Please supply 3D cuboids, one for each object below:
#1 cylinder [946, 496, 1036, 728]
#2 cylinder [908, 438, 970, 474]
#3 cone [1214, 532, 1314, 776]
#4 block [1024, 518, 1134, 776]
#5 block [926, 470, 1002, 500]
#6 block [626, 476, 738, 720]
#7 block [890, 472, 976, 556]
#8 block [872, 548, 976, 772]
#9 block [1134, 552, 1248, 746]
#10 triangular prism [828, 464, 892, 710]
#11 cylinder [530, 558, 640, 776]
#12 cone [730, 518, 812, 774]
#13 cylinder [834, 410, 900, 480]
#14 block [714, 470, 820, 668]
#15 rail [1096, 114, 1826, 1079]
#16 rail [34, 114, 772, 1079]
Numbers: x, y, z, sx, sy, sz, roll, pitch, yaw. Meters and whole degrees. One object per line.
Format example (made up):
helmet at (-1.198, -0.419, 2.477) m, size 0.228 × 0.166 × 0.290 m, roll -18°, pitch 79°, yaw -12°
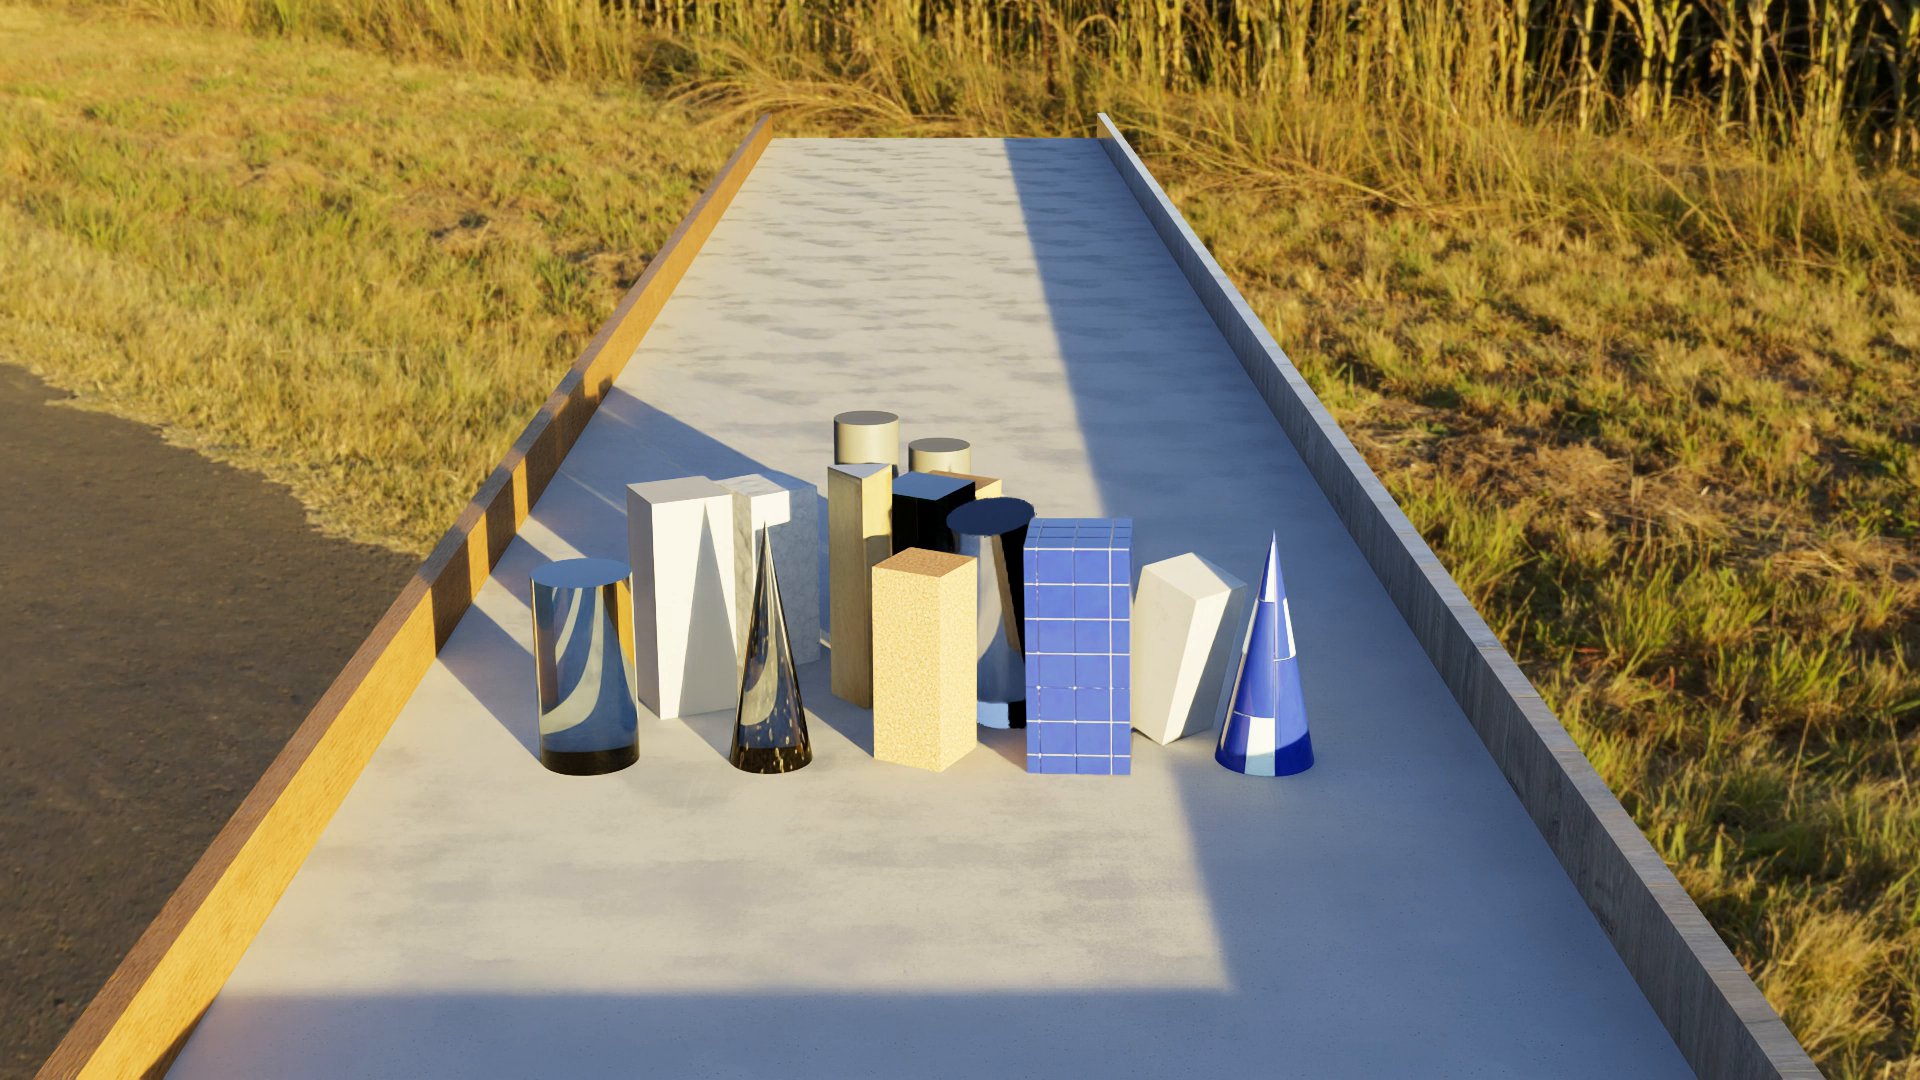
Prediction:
cylinder at (0.078, 0.135, 4.037) m, size 0.161 × 0.397 × 0.161 m, roll -6°, pitch 25°, yaw 3°
cylinder at (-0.046, -0.064, 4.905) m, size 0.138 × 0.306 × 0.138 m, roll 0°, pitch 17°, yaw 0°
cone at (0.543, 0.184, 3.861) m, size 0.177 × 0.425 × 0.177 m, roll 0°, pitch 17°, yaw 0°
block at (0.212, 0.185, 3.870) m, size 0.180 × 0.414 × 0.180 m, roll 0°, pitch 16°, yaw 6°
block at (-0.025, 0.042, 4.509) m, size 0.160 × 0.328 × 0.160 m, roll 9°, pitch 19°, yaw 28°
block at (-0.522, 0.106, 4.138) m, size 0.153 × 0.417 × 0.153 m, roll -8°, pitch 18°, yaw -25°
block at (-0.069, 0.068, 4.348) m, size 0.149 × 0.367 × 0.149 m, roll 10°, pitch 21°, yaw 30°
block at (-0.062, 0.210, 3.893) m, size 0.134 × 0.358 × 0.134 m, roll 9°, pitch 19°, yaw 27°
block at (0.396, 0.197, 3.993) m, size 0.135 × 0.303 × 0.135 m, roll -14°, pitch 36°, yaw -40°
triangular prism at (-0.170, 0.082, 4.161) m, size 0.102 × 0.451 × 0.118 m, roll -12°, pitch 21°, yaw -36°
cylinder at (-0.659, 0.222, 3.875) m, size 0.175 × 0.345 × 0.175 m, roll 0°, pitch 17°, yaw 0°
cone at (-0.336, 0.175, 3.856) m, size 0.148 × 0.447 × 0.148 m, roll 0°, pitch 17°, yaw 0°
cylinder at (-0.196, -0.050, 4.647) m, size 0.136 × 0.427 × 0.136 m, roll 0°, pitch 17°, yaw 0°
block at (-0.385, 0.062, 4.384) m, size 0.150 × 0.362 × 0.150 m, roll -12°, pitch 20°, yaw -34°
rail at (0.932, -0.844, 7.801) m, size 0.050 × 0.150 × 12.000 m, roll 0°, pitch 17°, yaw -1°
rail at (-1.118, -0.838, 7.780) m, size 0.050 × 0.150 × 12.000 m, roll 0°, pitch 17°, yaw -1°
